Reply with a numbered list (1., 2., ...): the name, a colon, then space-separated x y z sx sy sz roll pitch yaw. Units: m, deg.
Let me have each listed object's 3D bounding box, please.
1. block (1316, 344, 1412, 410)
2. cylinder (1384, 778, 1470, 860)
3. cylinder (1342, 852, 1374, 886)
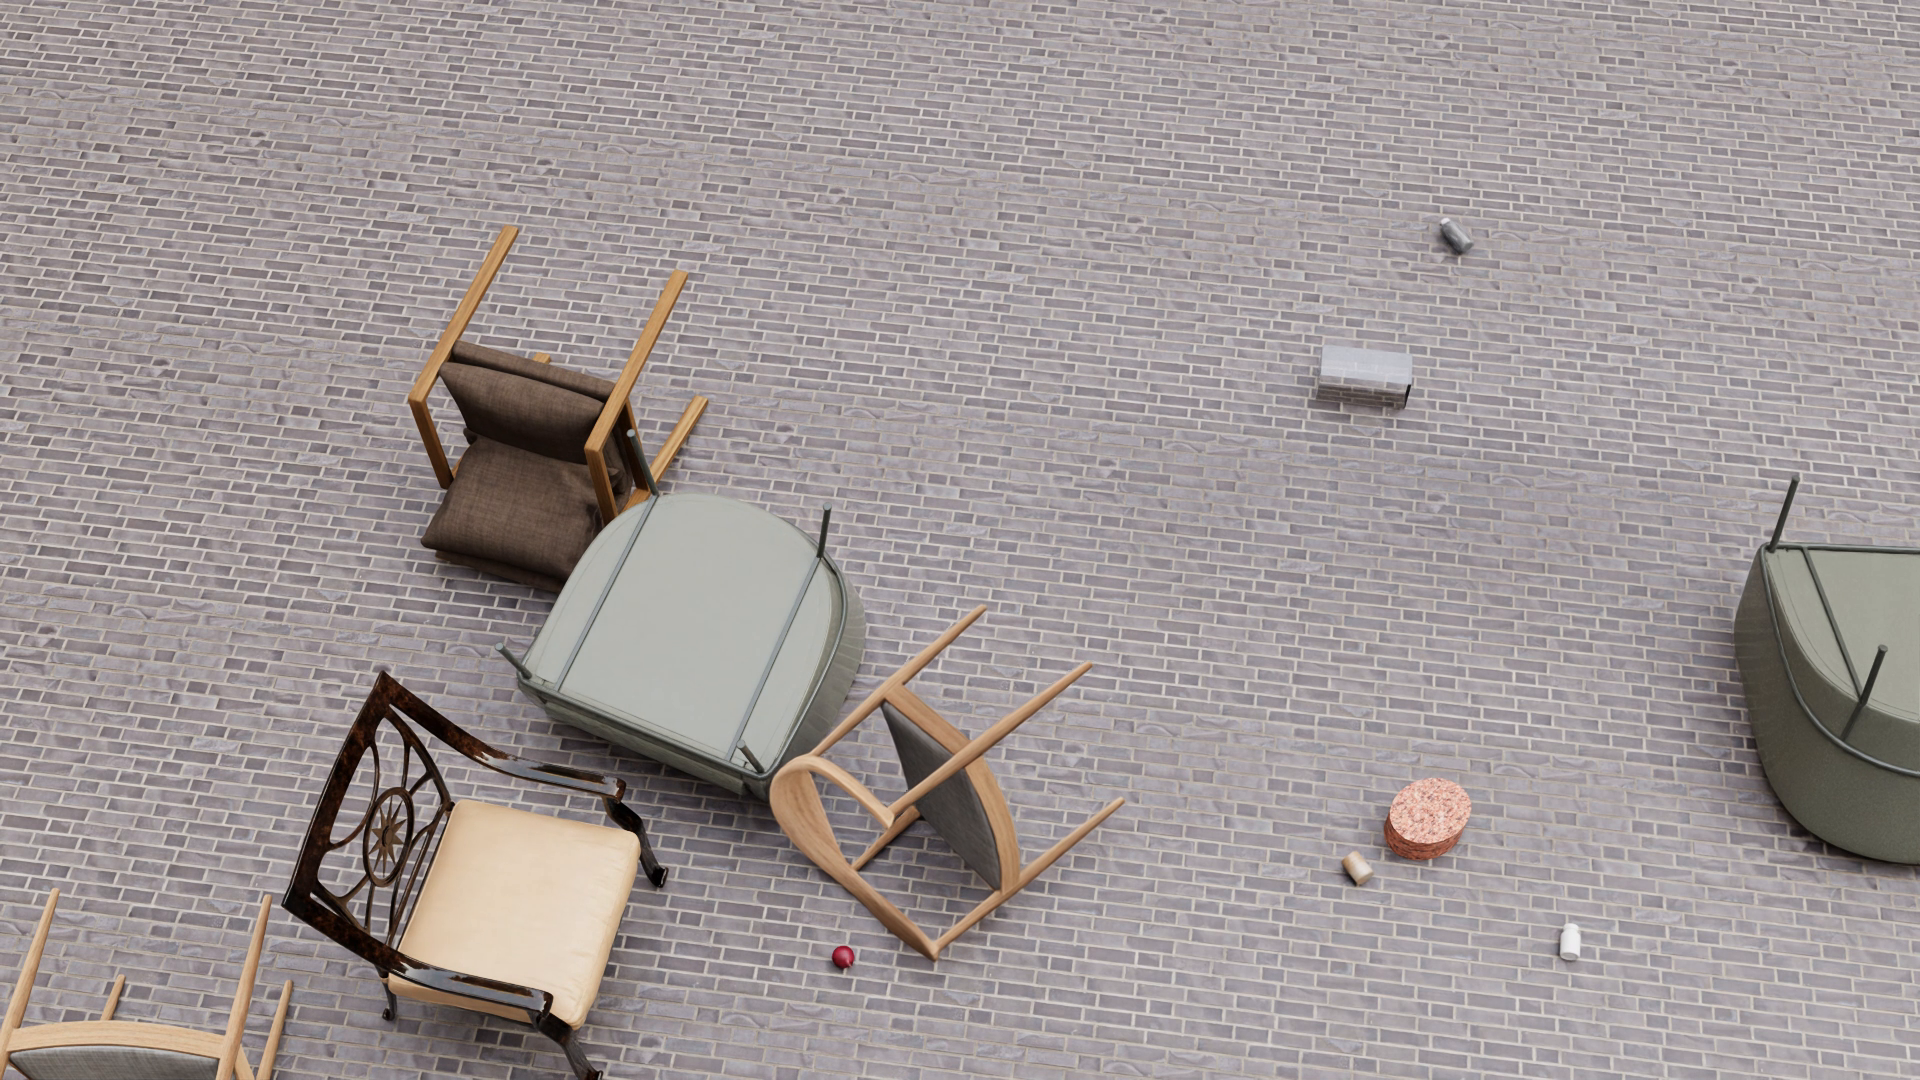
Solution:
1. block: 1.256 -0.507 6.839 0.277 0.125 0.120 7 56 4
2. cylinder: 1.274 0.761 6.000 0.235 0.105 0.184 -25 60 -16
3. cylinder: 1.075 0.887 5.945 0.056 0.057 0.072 -47 60 18
